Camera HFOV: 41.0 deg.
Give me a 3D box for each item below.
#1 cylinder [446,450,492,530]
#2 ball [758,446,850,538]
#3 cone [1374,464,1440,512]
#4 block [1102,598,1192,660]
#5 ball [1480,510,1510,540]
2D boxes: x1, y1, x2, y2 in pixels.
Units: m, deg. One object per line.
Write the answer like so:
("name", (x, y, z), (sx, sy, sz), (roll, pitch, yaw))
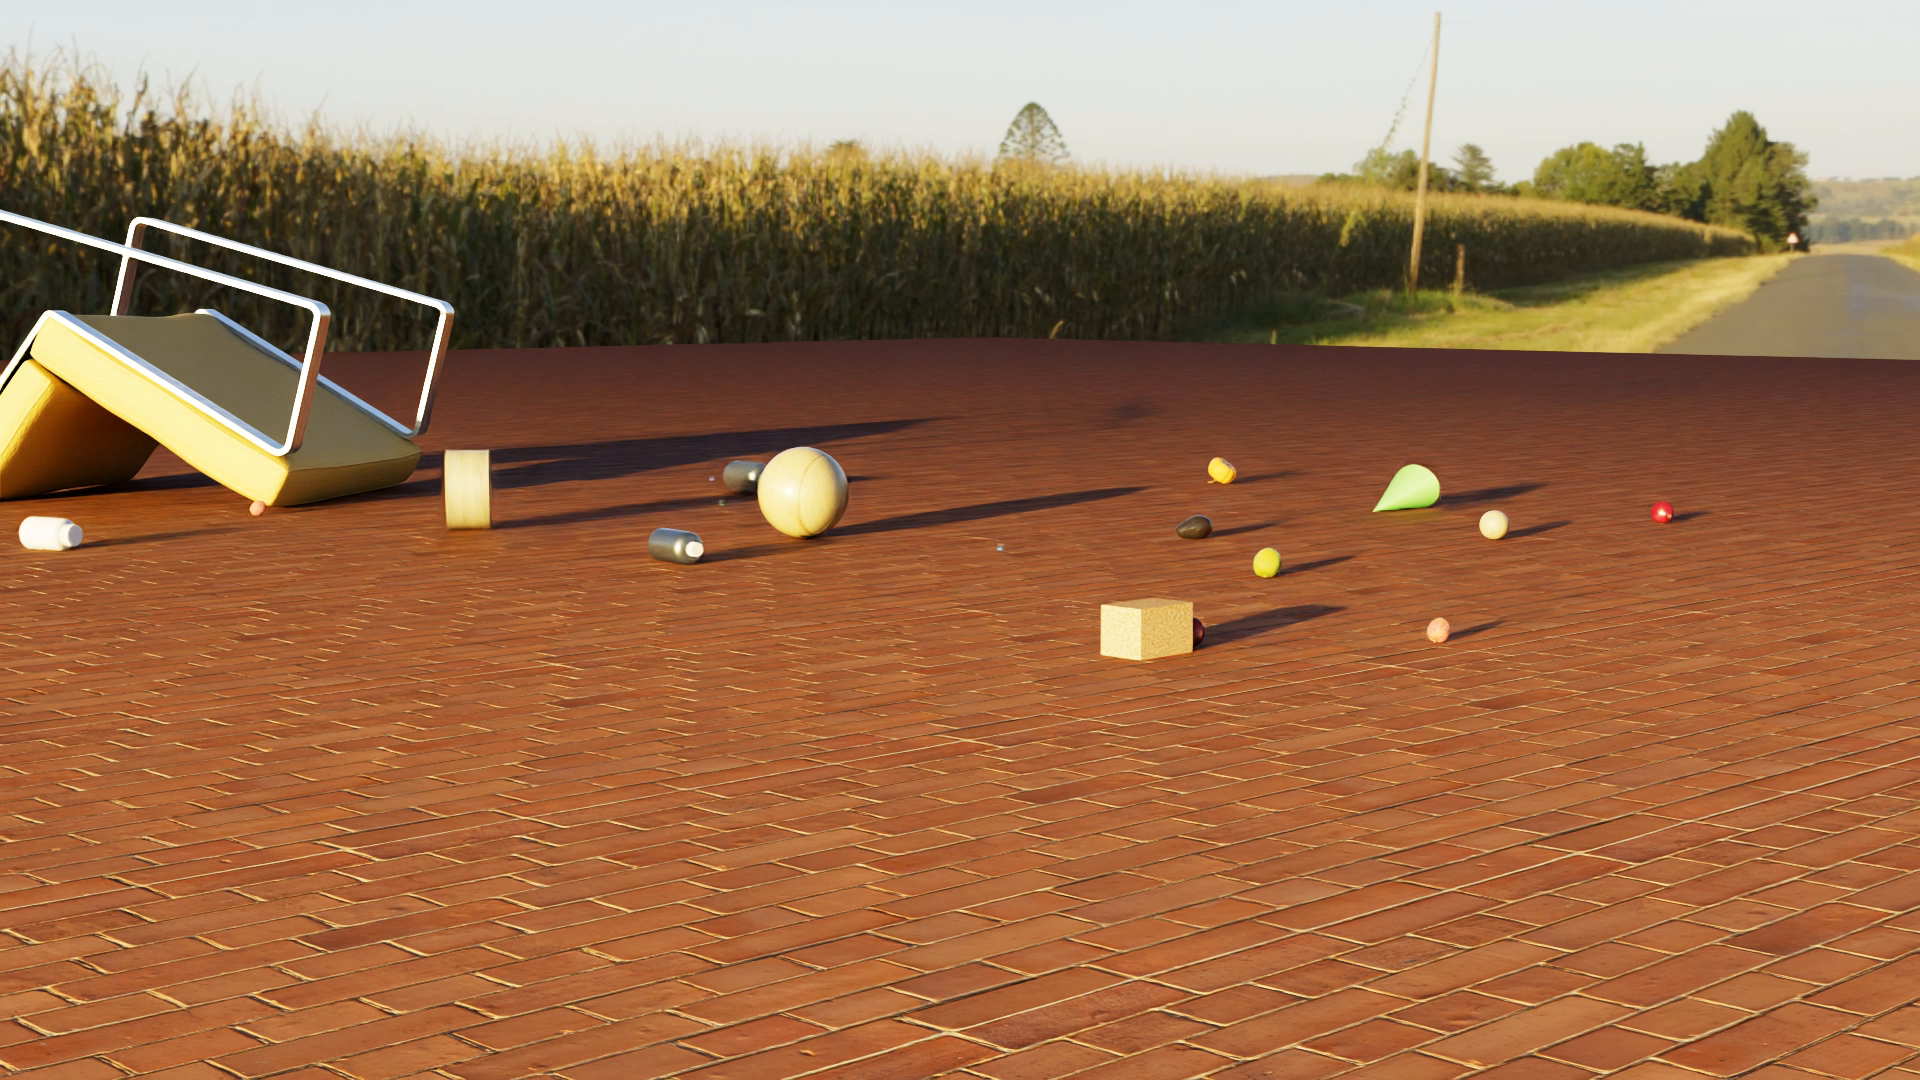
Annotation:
("cylinder", (-1.279, -0.129, 6.675), (0.109, 0.201, 0.210), (-1, -31, -9))
("ball", (-0.394, -0.119, 6.449), (0.230, 0.230, 0.230), (0, 6, 0))
("cone", (1.223, -0.115, 7.217), (0.174, 0.131, 0.197), (-28, 3, -28))
("block", (0.327, 0.155, 4.483), (0.091, 0.088, 0.139), (6, 8, 44))
("ball", (1.336, -0.037, 6.414), (0.074, 0.074, 0.074), (0, 6, 0))
